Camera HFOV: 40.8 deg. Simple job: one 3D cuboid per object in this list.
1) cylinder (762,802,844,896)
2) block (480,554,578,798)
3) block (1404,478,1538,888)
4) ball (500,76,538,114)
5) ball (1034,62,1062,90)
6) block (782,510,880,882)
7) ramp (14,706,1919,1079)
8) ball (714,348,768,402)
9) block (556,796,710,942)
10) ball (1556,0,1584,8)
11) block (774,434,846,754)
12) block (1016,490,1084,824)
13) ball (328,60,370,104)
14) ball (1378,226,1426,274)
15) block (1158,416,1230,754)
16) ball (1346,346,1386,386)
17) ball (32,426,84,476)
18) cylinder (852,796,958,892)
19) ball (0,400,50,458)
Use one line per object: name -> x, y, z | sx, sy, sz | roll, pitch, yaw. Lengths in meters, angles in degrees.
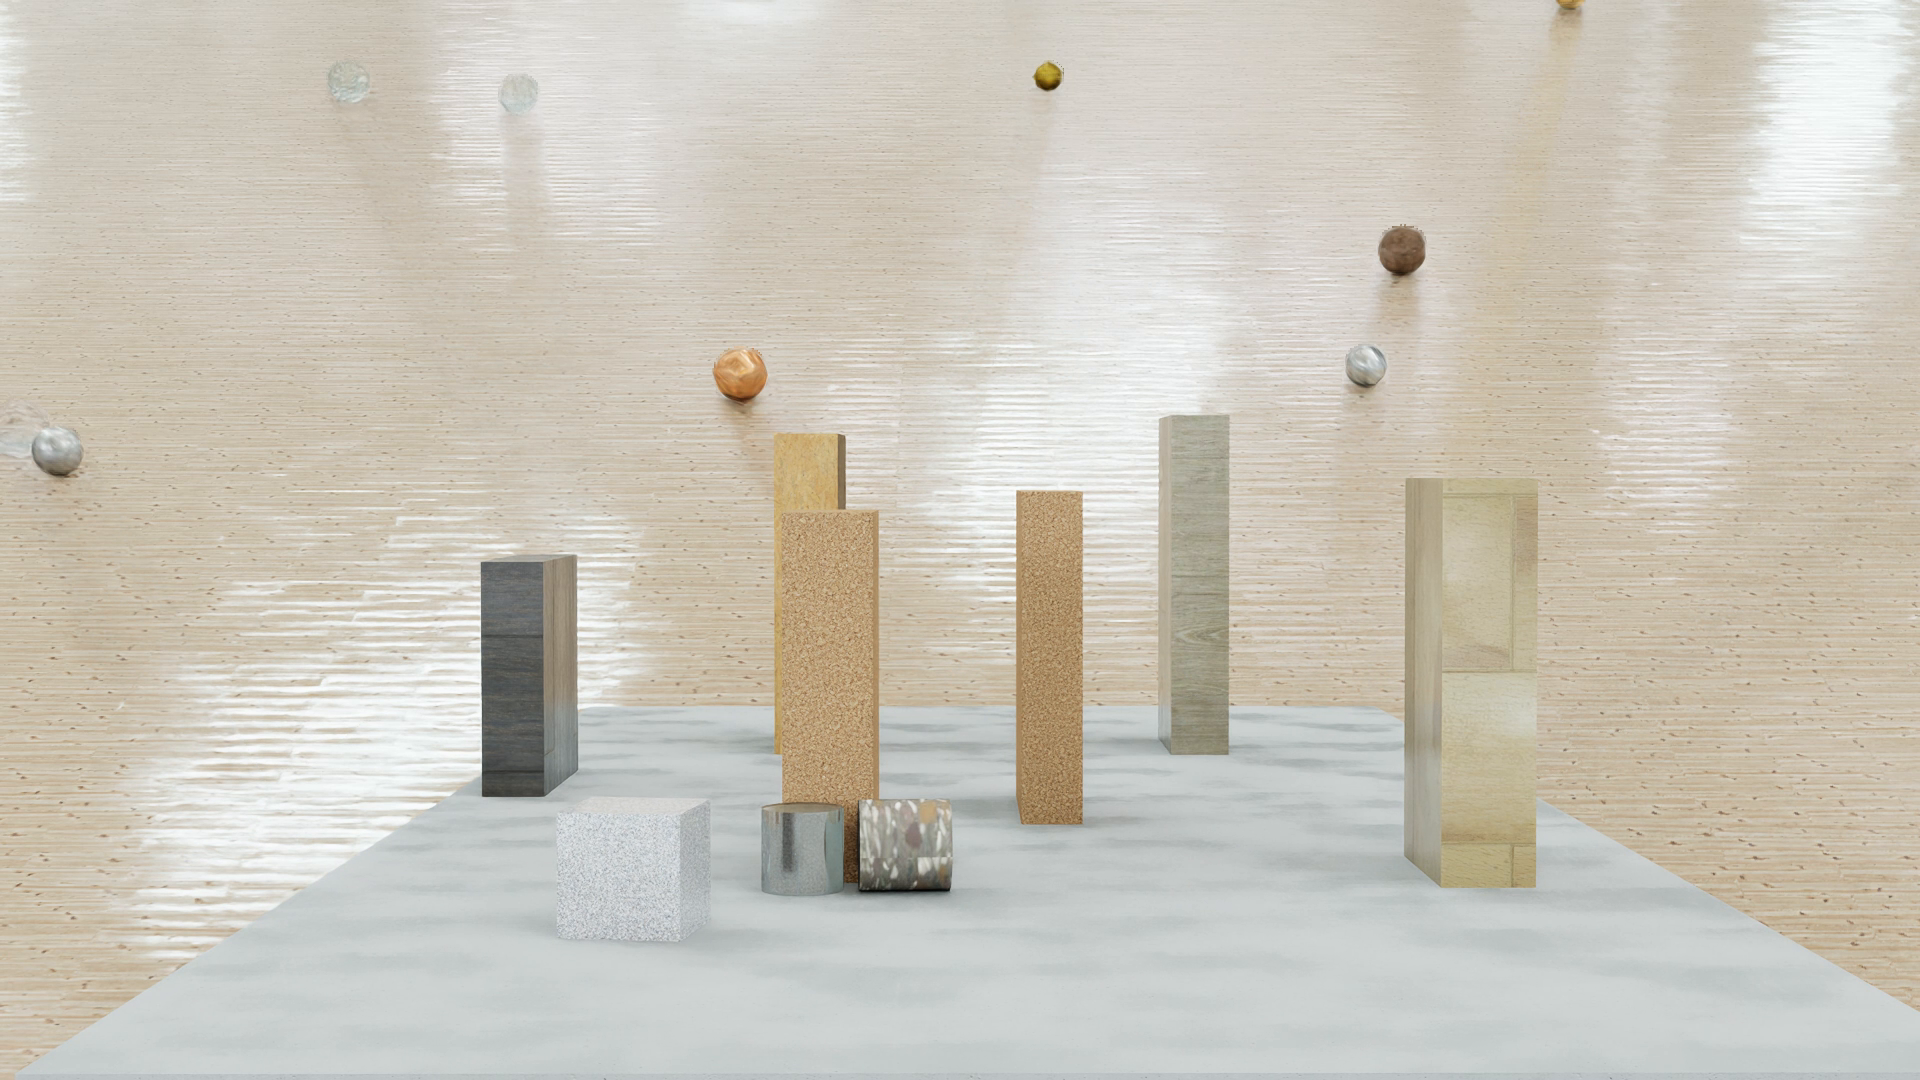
cylinder -> -0.225, 0.441, 3.688 | 0.118, 0.118, 0.118 | 0, 2, 0
block -> -0.822, 0.250, 4.945 | 0.115, 0.433, 0.427 | 0, 2, 0
block -> 0.758, 0.201, 3.848 | 0.136, 0.587, 0.308 | 0, 2, 0
ball -> -1.999, -2.017, 11.673 | 0.171, 0.171, 0.171 | 0, 26, 0
ball -> 0.411, -2.159, 12.017 | 0.131, 0.131, 0.131 | 0, 26, 0
block -> -0.192, 0.225, 3.885 | 0.132, 0.538, 0.289 | 0, 2, 0
ramp -> 0.058, 0.526, 4.564 | 2.000, 0.100, 4.000 | 0, 2, 0
ball -> -0.732, -0.551, 8.604 | 0.177, 0.177, 0.177 | 0, 26, 0
block -> -0.424, 0.428, 3.371 | 0.162, 0.162, 0.162 | 0, 2, 8
ball -> 3.178, -2.860, 13.421 | 0.182, 0.182, 0.182 | 0, 26, 0
block -> -0.325, 0.109, 5.635 | 0.134, 0.678, 0.400 | 0, 2, 0
block -> 0.156, 0.195, 4.555 | 0.104, 0.563, 0.393 | 0, 2, 0
ball -> -2.802, -2.100, 11.822 | 0.193, 0.193, 0.193 | 0, 26, 0
ball -> 1.668, -1.091, 9.727 | 0.181, 0.181, 0.181 | 0, 26, 0
block -> 0.505, 0.090, 5.600 | 0.122, 0.715, 0.349 | 0, 2, 0
ball -> 1.373, -0.588, 8.724 | 0.140, 0.140, 0.140 | 0, 26, 0
ball -> -2.820, -0.278, 8.060 | 0.153, 0.153, 0.153 | 0, 26, 0
cylinder -> -0.080, 0.435, 3.685 | 0.130, 0.130, 0.130 | 4, 24, -11
ball -> -2.985, -0.353, 8.185 | 0.181, 0.181, 0.181 | 0, 26, 0
